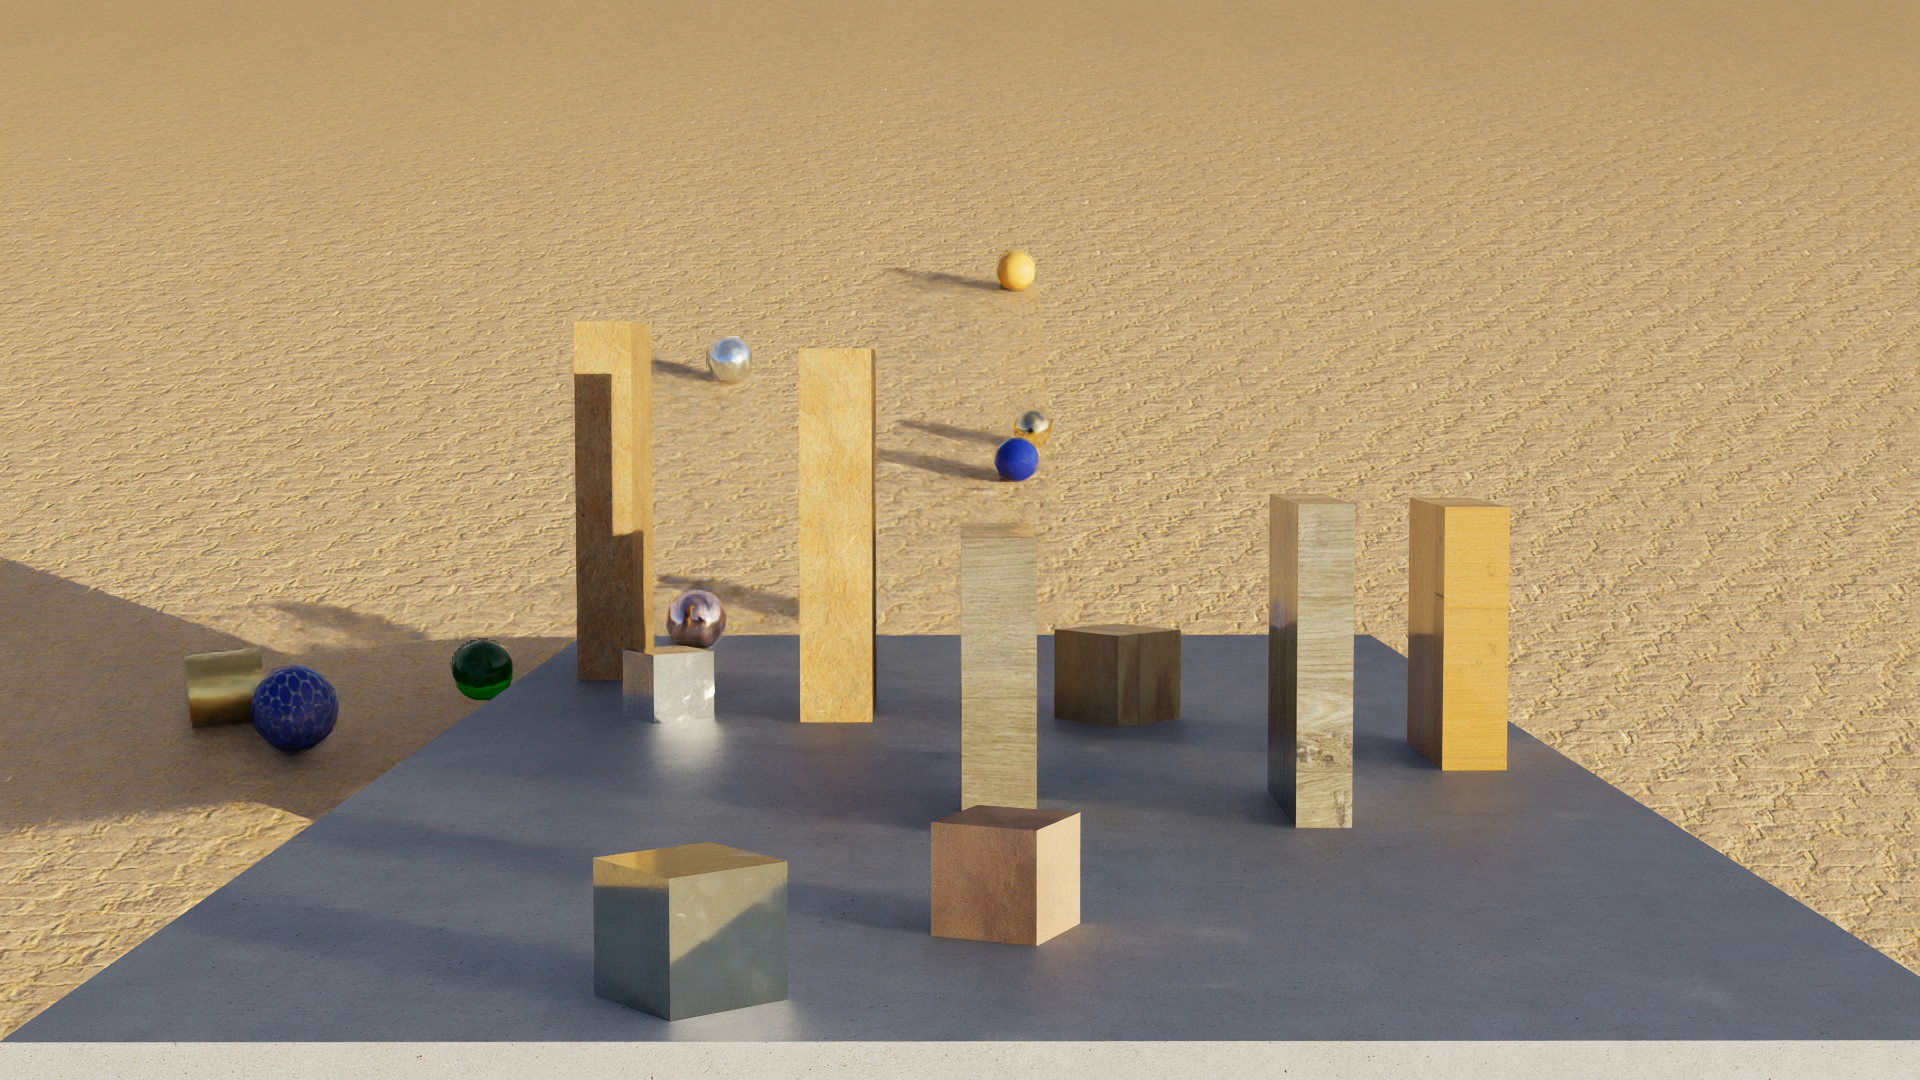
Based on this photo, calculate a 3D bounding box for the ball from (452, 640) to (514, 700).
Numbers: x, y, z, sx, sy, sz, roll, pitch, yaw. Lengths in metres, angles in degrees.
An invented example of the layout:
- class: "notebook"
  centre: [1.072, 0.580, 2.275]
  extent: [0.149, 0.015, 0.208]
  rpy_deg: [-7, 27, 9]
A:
- class: "ball"
  centre: [-1.182, 0.324, 6.361]
  extent: [0.149, 0.149, 0.149]
  rpy_deg: [0, 20, 0]

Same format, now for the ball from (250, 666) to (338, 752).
- class: "ball"
  centre: [-1.573, 0.399, 6.073]
  extent: [0.202, 0.202, 0.202]
  rpy_deg: [0, 20, 0]

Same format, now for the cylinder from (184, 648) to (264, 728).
- class: "cylinder"
  centre: [-1.777, 0.358, 6.222]
  extent: [0.178, 0.178, 0.178]
  rpy_deg: [-6, 21, -15]

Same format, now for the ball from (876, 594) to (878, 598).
- class: "ball"
  centre: [-0.297, 0.149, 6.844]
  extent: [0.151, 0.151, 0.151]
  rpy_deg: [0, 20, 0]

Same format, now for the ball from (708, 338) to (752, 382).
- class: "ball"
  centre: [-0.807, -0.634, 9.018]
  extent: [0.156, 0.156, 0.156]
  rpy_deg: [0, 20, 0]

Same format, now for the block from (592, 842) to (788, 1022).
- class: "block"
  centre: [-0.285, 0.410, 2.713]
  extent: [0.147, 0.147, 0.147]
  rpy_deg: [-3, 5, -39]

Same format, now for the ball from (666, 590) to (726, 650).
- class: "ball"
  centre: [-0.635, 0.192, 6.168]
  extent: [0.145, 0.145, 0.145]
  rpy_deg: [0, 20, 0]

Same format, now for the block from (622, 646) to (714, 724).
- class: "block"
  centre: [-0.563, 0.277, 4.953]
  extent: [0.129, 0.129, 0.129]
  rpy_deg: [-2, 4, -34]

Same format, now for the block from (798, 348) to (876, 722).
- class: "block"
  centre: [-0.236, -0.016, 4.990]
  extent: [0.137, 0.708, 0.267]
  rpy_deg: [0, 4, 0]

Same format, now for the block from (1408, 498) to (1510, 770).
- class: "block"
  centre: [0.857, 0.154, 4.431]
  extent: [0.107, 0.439, 0.333]
  rpy_deg: [0, 4, 0]

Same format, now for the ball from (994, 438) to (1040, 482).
- class: "ball"
  centre: [0.176, -0.249, 7.970]
  extent: [0.139, 0.139, 0.139]
  rpy_deg: [0, 20, 0]

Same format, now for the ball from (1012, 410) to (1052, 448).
- class: "ball"
  centre: [0.234, -0.360, 8.299]
  extent: [0.126, 0.126, 0.126]
  rpy_deg: [0, 20, 0]

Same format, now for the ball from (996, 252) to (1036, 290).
- class: "ball"
  centre: [0.224, -1.072, 10.238]
  extent: [0.155, 0.155, 0.155]
  rpy_deg: [0, 20, 0]

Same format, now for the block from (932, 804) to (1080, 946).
- class: "block"
  centre: [0.055, 0.396, 3.045]
  extent: [0.134, 0.134, 0.134]
  rpy_deg: [2, 4, 24]

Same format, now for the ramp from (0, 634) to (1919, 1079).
- class: "ramp"
  centre: [0.046, 0.418, 4.535]
  extent: [2.000, 0.100, 4.000]
  rpy_deg: [0, 4, 0]

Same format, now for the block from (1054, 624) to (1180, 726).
- class: "block"
  centre: [0.302, 0.257, 4.929]
  extent: [0.171, 0.171, 0.171]
  rpy_deg: [-3, 5, -42]

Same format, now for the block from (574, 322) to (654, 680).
- class: "block"
  centre: [-0.768, -0.094, 5.714]
  extent: [0.122, 0.774, 0.367]
  rpy_deg: [0, 4, 0]

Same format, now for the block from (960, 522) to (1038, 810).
- class: "block"
  centre: [0.056, 0.198, 3.861]
  extent: [0.108, 0.426, 0.390]
  rpy_deg: [0, 4, 0]

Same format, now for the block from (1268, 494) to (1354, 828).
- class: "block"
  centre: [0.529, 0.173, 3.890]
  extent: [0.081, 0.471, 0.339]
  rpy_deg: [0, 4, 0]
